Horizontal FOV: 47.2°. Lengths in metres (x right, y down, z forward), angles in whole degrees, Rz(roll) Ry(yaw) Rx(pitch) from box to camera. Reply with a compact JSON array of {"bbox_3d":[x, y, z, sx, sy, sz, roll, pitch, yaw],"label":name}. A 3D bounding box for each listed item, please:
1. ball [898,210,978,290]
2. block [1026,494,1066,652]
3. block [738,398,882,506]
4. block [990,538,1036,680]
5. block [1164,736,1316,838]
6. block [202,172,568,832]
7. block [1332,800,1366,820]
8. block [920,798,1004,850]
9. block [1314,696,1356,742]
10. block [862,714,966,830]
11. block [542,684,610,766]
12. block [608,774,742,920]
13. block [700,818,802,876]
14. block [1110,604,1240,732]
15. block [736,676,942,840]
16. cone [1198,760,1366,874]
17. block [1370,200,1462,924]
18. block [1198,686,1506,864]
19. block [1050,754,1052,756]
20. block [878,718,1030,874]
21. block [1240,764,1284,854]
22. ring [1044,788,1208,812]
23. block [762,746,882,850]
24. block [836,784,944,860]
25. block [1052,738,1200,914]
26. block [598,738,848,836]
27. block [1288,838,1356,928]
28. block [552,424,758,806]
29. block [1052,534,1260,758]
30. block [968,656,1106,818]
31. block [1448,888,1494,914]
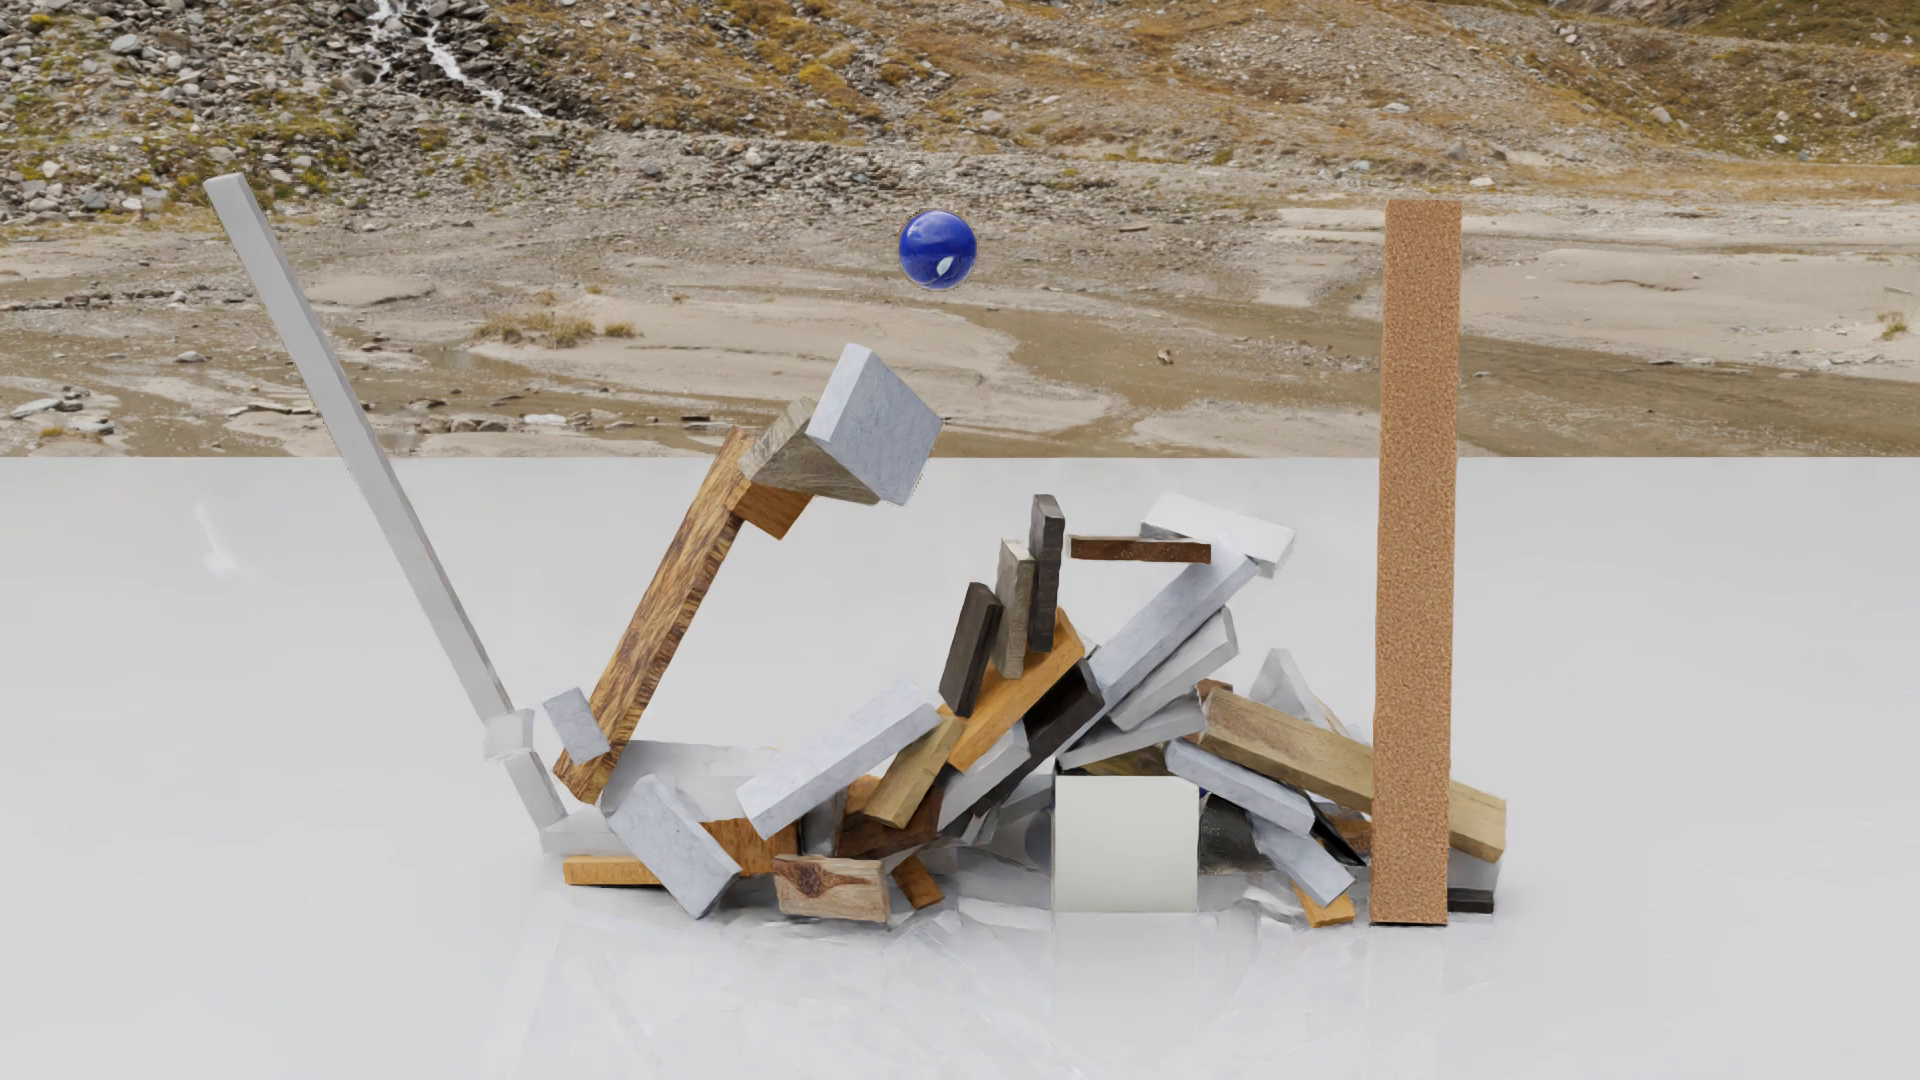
[{"bbox_3d":[-0.038,-0.496,3.758,0.136,0.136,0.136,0,11,0],"label":"ball"},{"bbox_3d":[0.128,0.050,3.415,0.031,0.221,0.110,2,20,-9],"label":"block"},{"bbox_3d":[-0.193,-0.135,3.456,0.298,0.149,0.042,11,42,-51],"label":"block"},{"bbox_3d":[0.081,0.107,3.458,0.027,0.200,0.097,0,21,-16],"label":"block"},{"bbox_3d":[0.446,0.392,3.528,0.245,0.035,0.122,26,9,-2],"label":"block"},{"bbox_3d":[-0.888,0.006,3.551,0.063,1.316,0.018,-5,33,23],"label":"block"},{"bbox_3d":[0.666,0.418,3.997,0.032,0.231,0.112,-29,9,3],"label":"block"},{"bbox_3d":[-0.001,0.469,3.670,0.023,0.081,0.163,36,-32,-32],"label":"block"},{"bbox_3d":[0.664,0.349,3.876,0.112,0.032,0.223,39,12,-36],"label":"block"},{"bbox_3d":[-0.073,0.366,3.500,0.027,0.194,0.097,41,-19,-26],"label":"block"},{"bbox_3d":[-0.631,0.304,3.614,0.063,0.125,0.018,-24,19,-1],"label":"block"},{"bbox_3d":[-0.463,0.496,3.563,0.221,0.110,0.031,44,23,14],"label":"block"},{"bbox_3d":[-0.352,0.499,3.580,0.185,0.093,0.026,-8,-8,10],"label":"block"},{"bbox_3d":[0.340,0.203,3.538,0.234,0.033,0.117,-37,26,20],"label":"block"},{"bbox_3d":[-0.198,0.348,3.535,0.338,0.042,0.149,-33,19,-6],"label":"block"},{"bbox_3d":[0.564,0.494,3.679,0.256,0.256,0.256,22,20,25],"label":"cone"},{"bbox_3d":[0.733,0.033,3.536,0.117,1.157,0.033,1,-1,-1],"label":"block"},{"bbox_3d":[0.644,0.384,3.605,0.521,0.035,0.122,22,37,-1],"label":"block"},{"bbox_3d":[0.188,0.295,3.690,0.327,0.023,0.081,-31,43,-4],"label":"block"},{"bbox_3d":[-0.030,0.398,3.555,0.040,0.334,0.140,41,19,-25],"label":"block"},{"bbox_3d":[0.503,0.434,3.614,0.074,0.148,0.021,-15,-14,-15],"label":"block"},{"bbox_3d":[0.314,0.441,4.128,0.384,0.128,0.384,1,11,0],"label":"ring"},{"bbox_3d":[-0.229,0.448,3.724,0.263,0.131,0.037,14,-25,9],"label":"block"},{"bbox_3d":[-0.113,0.458,3.506,0.185,0.026,0.093,-23,37,31],"label":"block"},{"bbox_3d":[0.272,0.472,3.672,0.231,0.231,0.231,0,11,1],"label":"block"},{"bbox_3d":[-0.396,0.416,3.708,0.414,0.131,0.037,3,-28,13],"label":"block"},{"bbox_3d":[0.577,0.555,3.558,0.074,0.021,0.148,-5,50,-21],"label":"block"},{"bbox_3d":[-0.498,0.126,3.692,0.031,0.672,0.110,23,8,-42],"label":"block"},{"bbox_3d":[0.293,0.170,3.559,0.442,0.031,0.110,-43,26,5],"label":"block"},{"bbox_3d":[0.106,0.310,3.554,0.040,0.280,0.140,41,14,-26],"label":"block"},{"bbox_3d":[0.809,0.591,3.614,0.129,0.018,0.064,2,11,10],"label":"block"}]
